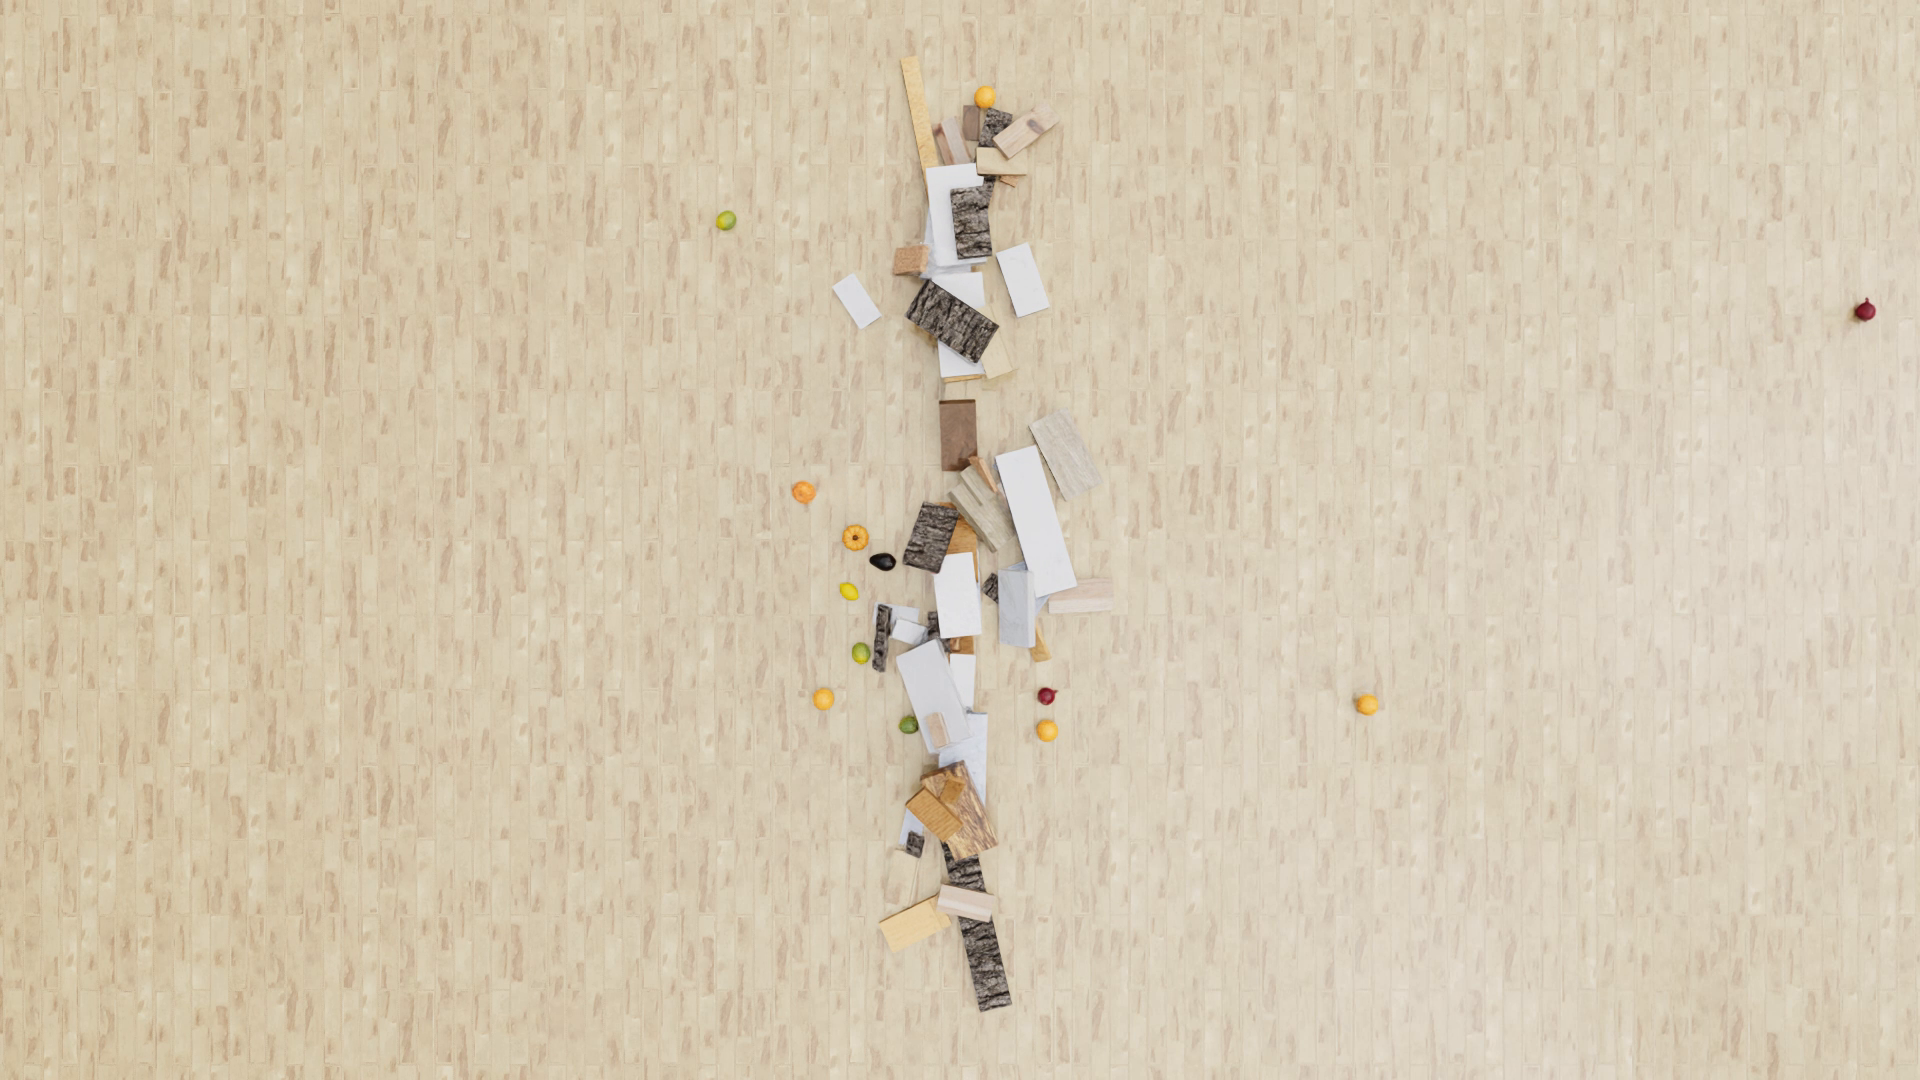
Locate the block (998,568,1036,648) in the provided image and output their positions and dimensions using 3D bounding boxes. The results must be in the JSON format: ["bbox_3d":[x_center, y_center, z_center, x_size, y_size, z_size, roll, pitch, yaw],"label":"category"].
[{"bbox_3d":[0.186,0.223,5.424,0.124,0.035,0.248,6,101,40],"label":"block"}]

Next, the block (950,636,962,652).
[{"bbox_3d":[-0.028,0.297,5.465,0.070,0.020,0.140,2,76,13],"label":"block"}]

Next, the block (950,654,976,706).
[{"bbox_3d":[0.004,0.461,5.422,0.085,0.024,0.169,4,83,1],"label":"block"}]

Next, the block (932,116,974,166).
[{"bbox_3d":[-0.022,-1.307,5.466,0.086,0.024,0.171,-20,89,30],"label":"block"}]

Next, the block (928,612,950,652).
[{"bbox_3d":[-0.070,0.305,5.451,0.070,0.020,0.139,-7,73,22],"label":"block"}]

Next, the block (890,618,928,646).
[{"bbox_3d":[-0.161,0.308,5.462,0.136,0.019,0.068,20,89,-25],"label":"block"}]

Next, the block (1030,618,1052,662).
[{"bbox_3d":[0.244,0.323,5.457,0.063,0.018,0.170,-14,104,43],"label":"block"}]

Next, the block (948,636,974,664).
[{"bbox_3d":[0.004,0.386,5.467,0.085,0.024,0.169,-2,75,0],"label":"block"}]

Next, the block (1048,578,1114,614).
[{"bbox_3d":[0.401,0.184,5.485,0.218,0.031,0.109,-3,90,0],"label":"block"}]

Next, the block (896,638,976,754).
[{"bbox_3d":[-0.081,0.510,5.375,0.154,0.044,0.342,-27,70,17],"label":"block"}]

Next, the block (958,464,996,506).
[{"bbox_3d":[0.053,-0.181,5.432,0.064,0.018,0.128,-38,93,-36],"label":"block"}]

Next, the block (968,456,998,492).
[{"bbox_3d":[0.078,-0.217,5.443,0.018,0.064,0.128,-38,117,-22],"label":"block"}]

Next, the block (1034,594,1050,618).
[{"bbox_3d":[0.258,0.176,5.458,0.073,0.021,0.146,34,88,21],"label":"block"}]

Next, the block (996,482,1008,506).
[{"bbox_3d":[0.173,-0.141,5.474,0.063,0.018,0.126,-34,90,1],"label":"block"}]

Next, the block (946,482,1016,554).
[{"bbox_3d":[0.077,-0.090,5.443,0.124,0.035,0.248,-40,94,-36],"label":"block"}]

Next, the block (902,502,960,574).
[{"bbox_3d":[-0.094,-0.010,5.365,0.124,0.035,0.248,15,52,5],"label":"block"}]

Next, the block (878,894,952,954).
[{"bbox_3d":[-0.148,1.275,5.485,0.218,0.031,0.109,-26,90,0],"label":"block"}]

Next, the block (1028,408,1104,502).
[{"bbox_3d":[0.352,-0.285,5.480,0.141,0.040,0.282,-26,90,0],"label":"block"}]

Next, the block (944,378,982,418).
[{"bbox_3d":[0.014,-0.527,5.435,0.120,0.034,0.239,3,90,0],"label":"block"}]

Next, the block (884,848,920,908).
[{"bbox_3d":[-0.191,1.124,5.487,0.090,0.025,0.179,11,90,0],"label":"block"}]

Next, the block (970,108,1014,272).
[{"bbox_3d":[0.051,-1.109,5.462,0.086,0.024,0.654,15,86,-4],"label":"block"}]

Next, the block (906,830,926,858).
[{"bbox_3d":[-0.148,1.004,5.433,0.054,0.109,0.015,21,45,12],"label":"block"}]

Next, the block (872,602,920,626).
[{"bbox_3d":[-0.214,0.254,5.490,0.148,0.021,0.073,8,90,0],"label":"block"}]

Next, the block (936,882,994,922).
[{"bbox_3d":[0.018,1.197,5.446,0.179,0.025,0.090,13,92,-1],"label":"block"}]

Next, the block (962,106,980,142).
[{"bbox_3d":[0.038,-1.388,5.492,0.057,0.016,0.114,2,90,0],"label":"block"}]

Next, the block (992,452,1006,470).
[{"bbox_3d":[0.176,-0.227,5.491,0.128,0.018,0.064,41,90,0],"label":"block"}]

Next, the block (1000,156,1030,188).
[{"bbox_3d":[0.181,-1.238,5.492,0.057,0.016,0.114,24,90,0],"label":"block"}]

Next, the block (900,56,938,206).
[{"bbox_3d":[-0.095,-1.216,5.476,0.057,0.016,0.792,-11,88,-5],"label":"block"}]

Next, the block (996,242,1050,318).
[{"bbox_3d":[0.209,-0.862,5.484,0.113,0.032,0.226,-19,90,0],"label":"block"}]

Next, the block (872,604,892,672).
[{"bbox_3d":[-0.257,0.325,5.450,0.019,0.068,0.216,2,99,-26],"label":"block"}]

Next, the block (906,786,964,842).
[{"bbox_3d":[-0.084,0.890,5.352,0.090,0.025,0.179,-42,100,14],"label":"block"}]

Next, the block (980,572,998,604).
[{"bbox_3d":[0.145,0.180,5.490,0.146,0.021,0.073,37,90,0],"label":"block"}]

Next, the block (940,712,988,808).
[{"bbox_3d":[0.009,0.720,5.415,0.154,0.044,0.308,1,95,0],"label":"block"}]

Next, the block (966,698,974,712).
[{"bbox_3d":[0.003,0.482,5.466,0.085,0.024,0.169,1,75,1],"label":"block"}]

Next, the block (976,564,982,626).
[{"bbox_3d":[-0.001,0.169,5.440,0.134,0.038,0.268,-3,74,0],"label":"block"}]

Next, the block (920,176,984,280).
[{"bbox_3d":[-0.028,-1.023,5.417,0.163,0.046,0.360,8,86,0],"label":"block"}]

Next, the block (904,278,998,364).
[{"bbox_3d":[-0.028,-0.704,5.298,0.282,0.040,0.141,35,103,14],"label":"block"}]

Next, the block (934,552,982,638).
[{"bbox_3d":[-0.011,0.180,5.370,0.134,0.038,0.268,-7,88,0],"label":"block"}]

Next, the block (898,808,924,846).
[{"bbox_3d":[-0.156,0.951,5.490,0.068,0.019,0.136,13,90,0],"label":"block"}]

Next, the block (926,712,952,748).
[{"bbox_3d":[-0.070,0.612,5.317,0.054,0.015,0.109,-24,71,18],"label":"block"}]

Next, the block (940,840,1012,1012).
[{"bbox_3d":[0.032,1.172,5.473,0.109,0.031,0.786,-13,92,0],"label":"block"}]

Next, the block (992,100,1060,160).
[{"bbox_3d":[0.219,-1.355,5.457,0.234,0.024,0.086,-40,90,-16],"label":"block"}]

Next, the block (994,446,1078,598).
[{"bbox_3d":[0.249,-0.060,5.433,0.141,0.040,0.484,-16,85,-4],"label":"block"}]

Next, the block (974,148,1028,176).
[{"bbox_3d":[0.136,-1.251,5.452,0.171,0.024,0.086,-2,90,-13],"label":"block"}]

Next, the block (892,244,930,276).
[{"bbox_3d":[-0.161,-0.918,5.415,0.024,0.171,0.085,10,88,-34],"label":"block"}]

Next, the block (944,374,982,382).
[{"bbox_3d":[-0.004,-0.642,5.400,0.120,0.034,0.239,-7,90,0],"label":"block"}]

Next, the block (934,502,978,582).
[{"bbox_3d":[-0.012,0.008,5.446,0.134,0.038,0.268,-3,74,0],"label":"block"}]

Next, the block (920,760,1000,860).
[{"bbox_3d":[-0.001,0.883,5.385,0.154,0.044,0.308,-21,105,6],"label":"block"}]

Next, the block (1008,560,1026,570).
[{"bbox_3d":[0.219,0.101,5.467,0.126,0.018,0.063,-24,71,10],"label":"block"}]

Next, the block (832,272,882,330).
[{"bbox_3d":[-0.342,-0.793,5.488,0.086,0.024,0.171,-34,90,0],"label":"block"}]

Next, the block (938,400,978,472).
[{"bbox_3d":[-0.004,-0.344,5.430,0.120,0.034,0.239,-2,117,0],"label":"block"}]

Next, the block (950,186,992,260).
[{"bbox_3d":[0.036,-1.026,5.333,0.113,0.032,0.226,-6,86,-1],"label":"block"}]

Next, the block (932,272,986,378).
[{"bbox_3d":[0.005,-0.697,5.360,0.163,0.046,0.327,-5,90,0],"label":"block"}]

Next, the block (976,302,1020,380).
[{"bbox_3d":[0.105,-0.643,5.321,0.113,0.032,0.226,-20,90,0],"label":"block"}]

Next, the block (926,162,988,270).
[{"bbox_3d":[-0.012,-1.054,5.373,0.163,0.046,0.327,-6,86,-1],"label":"block"}]

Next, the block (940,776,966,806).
[{"bbox_3d":[-0.026,0.807,5.312,0.054,0.015,0.109,18,128,-5],"label":"block"}]
